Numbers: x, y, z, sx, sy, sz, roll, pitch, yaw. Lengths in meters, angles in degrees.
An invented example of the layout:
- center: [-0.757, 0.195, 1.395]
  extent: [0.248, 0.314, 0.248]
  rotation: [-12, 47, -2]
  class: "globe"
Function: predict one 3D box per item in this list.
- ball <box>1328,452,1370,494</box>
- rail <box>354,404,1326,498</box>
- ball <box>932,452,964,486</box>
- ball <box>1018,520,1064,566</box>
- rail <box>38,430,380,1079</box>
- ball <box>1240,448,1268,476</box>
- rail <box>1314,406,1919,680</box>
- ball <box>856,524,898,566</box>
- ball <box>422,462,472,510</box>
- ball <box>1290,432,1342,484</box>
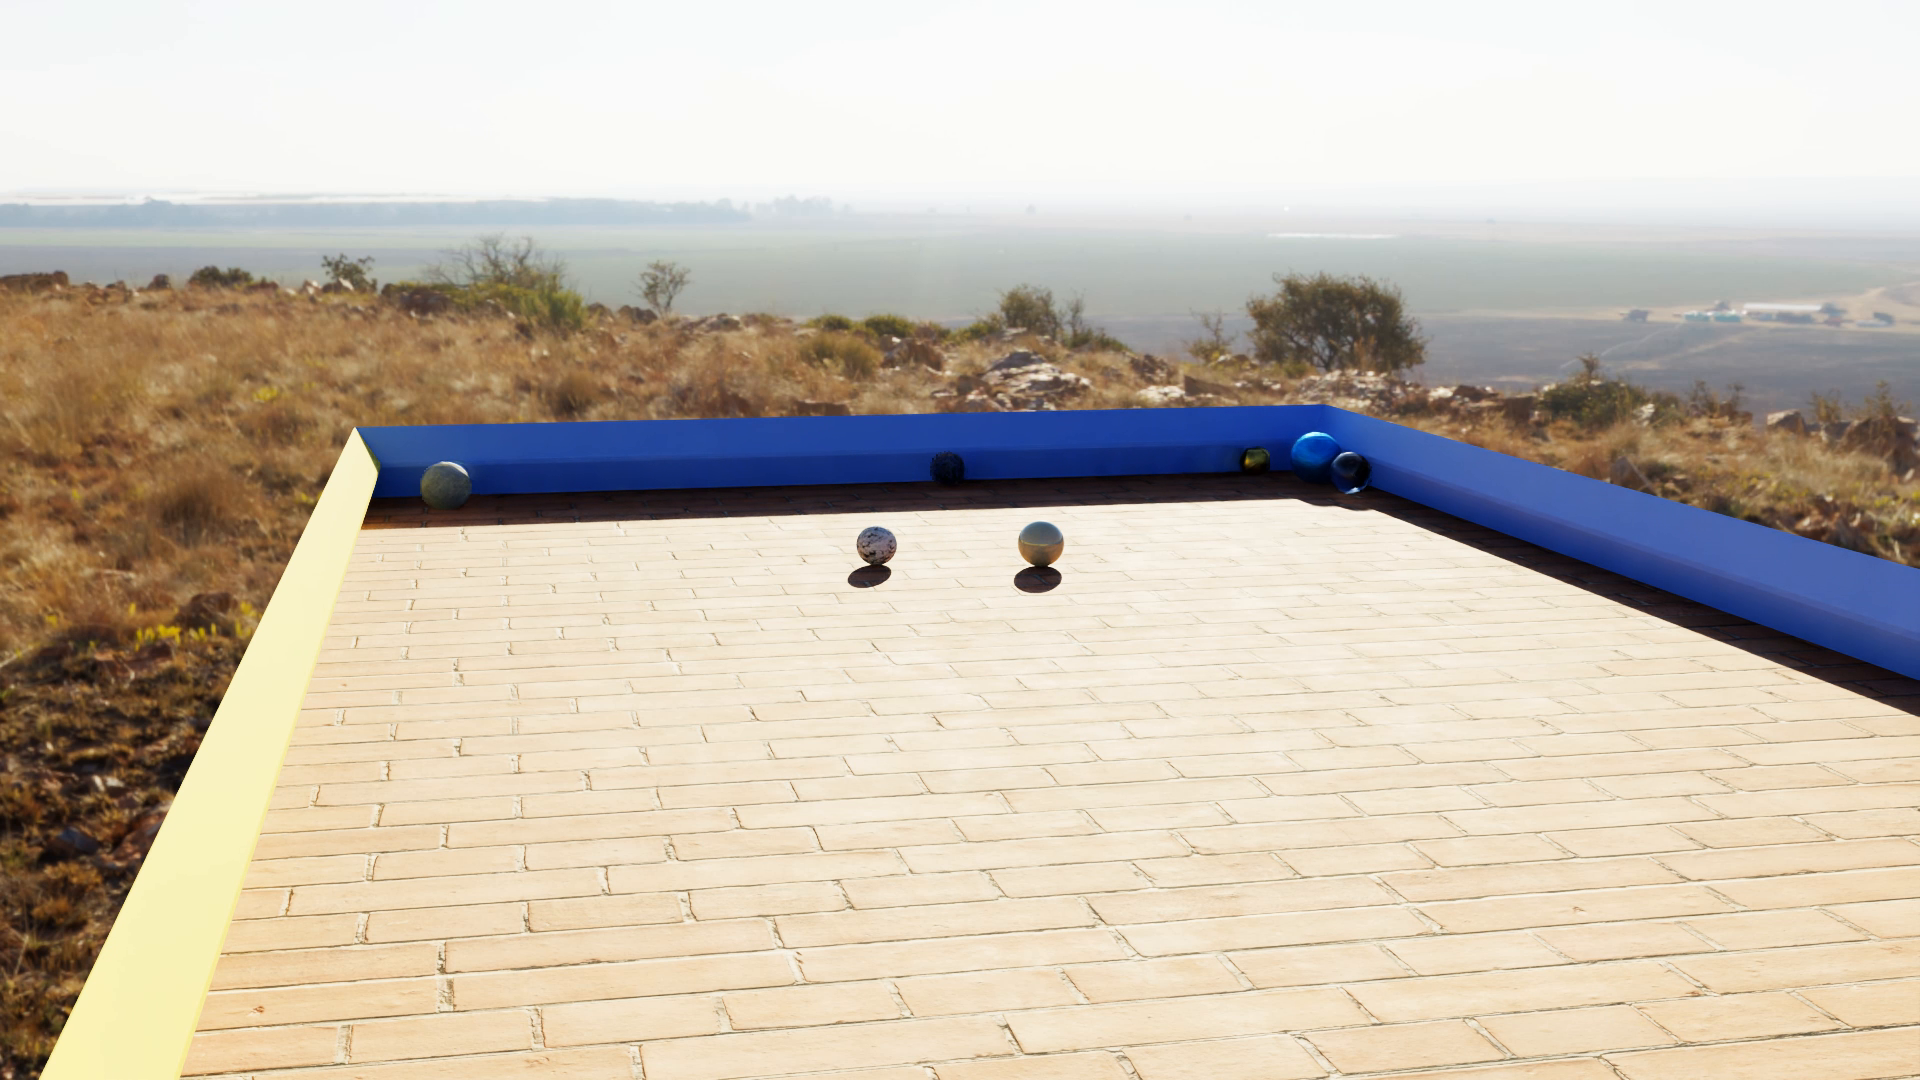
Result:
- center: [0.704, -0.122, 3.970]
  extent: [0.075, 0.075, 0.075]
  rotation: [0, 10, 0]
  class: "ball"
- center: [-0.177, -0.166, 4.075]
  extent: [1.828, 0.125, 0.045]
  rotation: [-2, 10, -12]
  class: "rail"
- center: [-0.021, -0.132, 4.074]
  extent: [0.061, 0.061, 0.061]
  rotation: [0, 10, 0]
  class: "ball"
- center: [0.119, 0.005, 3.236]
  extent: [0.069, 0.069, 0.069]
  rotation: [0, 10, 0]
  class: "ball"
- center: [-0.688, 0.142, 2.250]
  extent: [0.045, 0.125, 3.449]
  rotation: [-2, 10, -12]
  class: "rail"
- center: [0.563, -0.151, 4.205]
  extent: [0.054, 0.054, 0.054]
  rotation: [0, 10, 0]
  class: "ball"
- center: [1.052, 0.079, 2.620]
  extent: [0.045, 0.125, 3.449]
  rotation: [-2, 10, -12]
  class: "rail"
- center: [-0.123, 0.007, 3.248]
  extent: [0.060, 0.060, 0.060]
  rotation: [0, 10, 0]
  class: "ball"
- center: [-0.881, -0.092, 3.773]
  extent: [0.083, 0.083, 0.083]
  rotation: [0, 10, 0]
  class: "ball"
- center: [0.661, -0.152, 4.085]
  extent: [0.096, 0.096, 0.096]
  rotation: [0, 10, 0]
  class: "ball"
